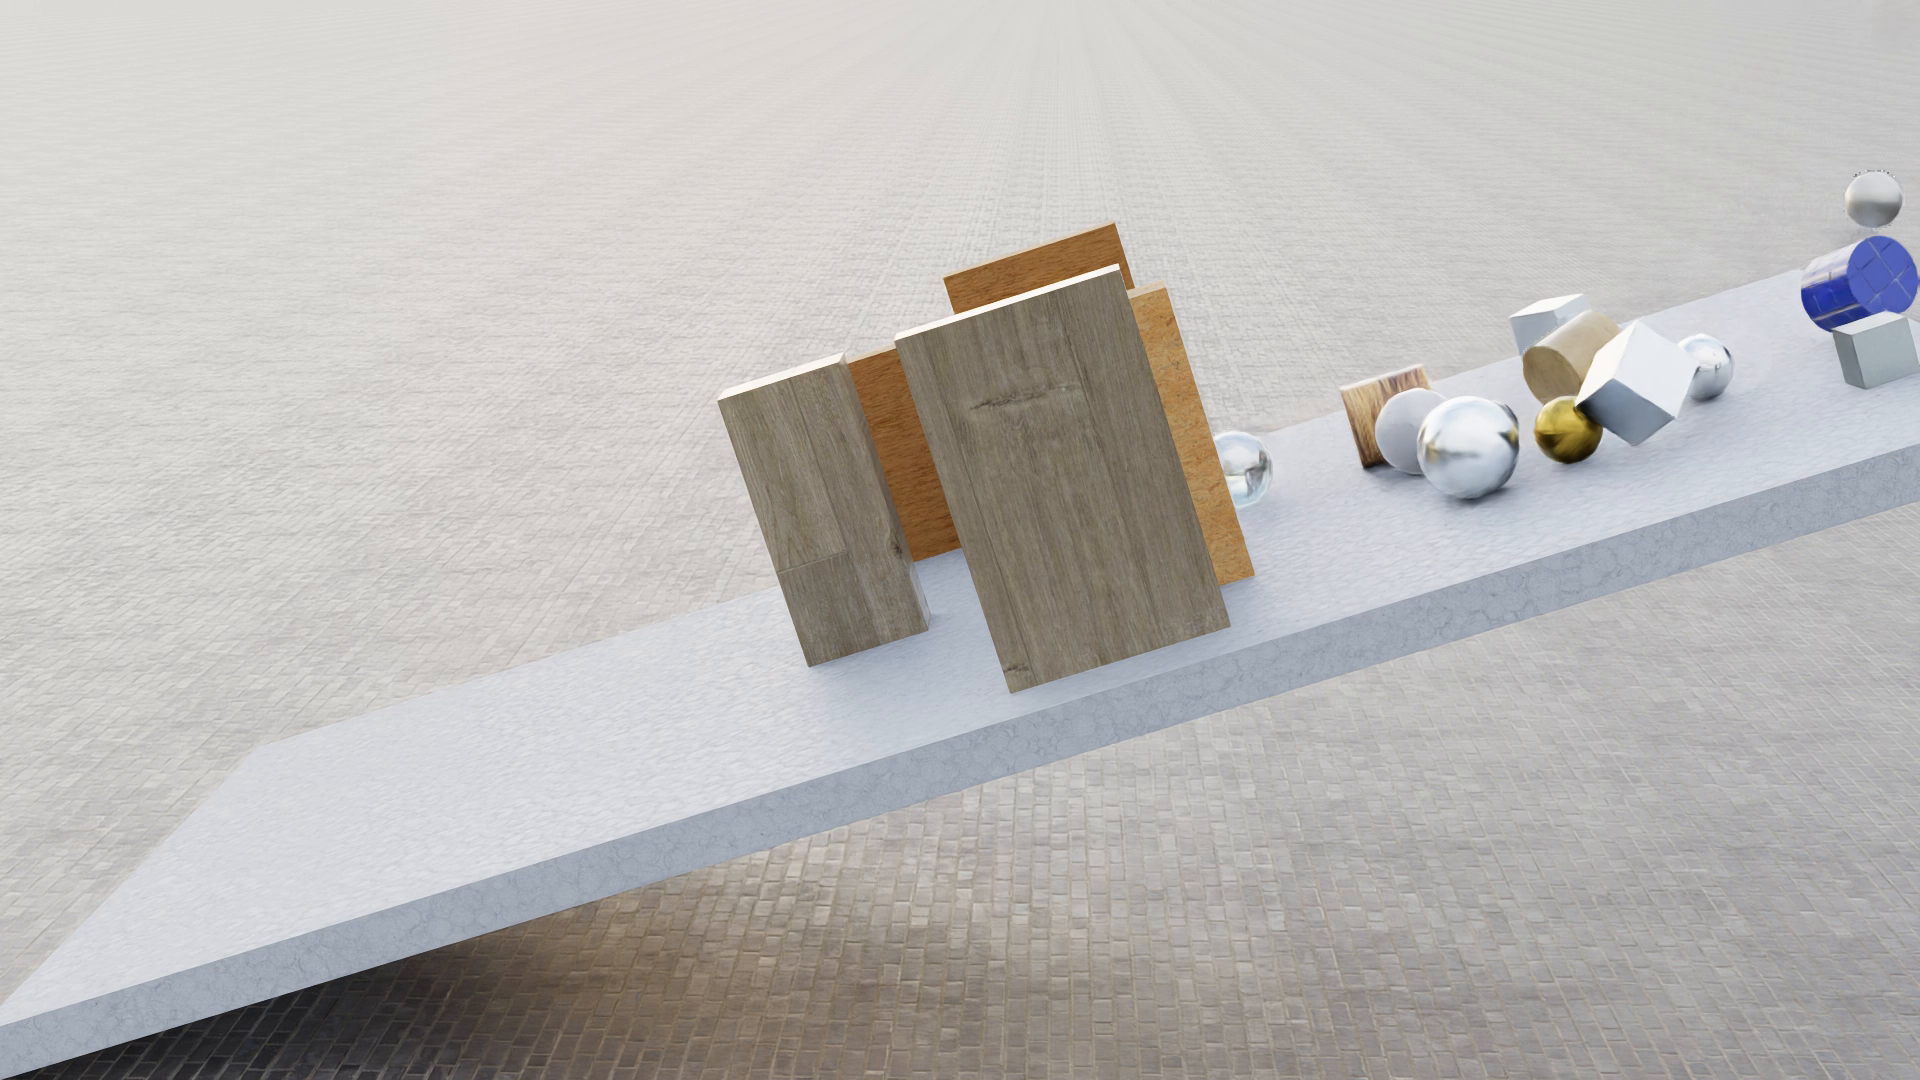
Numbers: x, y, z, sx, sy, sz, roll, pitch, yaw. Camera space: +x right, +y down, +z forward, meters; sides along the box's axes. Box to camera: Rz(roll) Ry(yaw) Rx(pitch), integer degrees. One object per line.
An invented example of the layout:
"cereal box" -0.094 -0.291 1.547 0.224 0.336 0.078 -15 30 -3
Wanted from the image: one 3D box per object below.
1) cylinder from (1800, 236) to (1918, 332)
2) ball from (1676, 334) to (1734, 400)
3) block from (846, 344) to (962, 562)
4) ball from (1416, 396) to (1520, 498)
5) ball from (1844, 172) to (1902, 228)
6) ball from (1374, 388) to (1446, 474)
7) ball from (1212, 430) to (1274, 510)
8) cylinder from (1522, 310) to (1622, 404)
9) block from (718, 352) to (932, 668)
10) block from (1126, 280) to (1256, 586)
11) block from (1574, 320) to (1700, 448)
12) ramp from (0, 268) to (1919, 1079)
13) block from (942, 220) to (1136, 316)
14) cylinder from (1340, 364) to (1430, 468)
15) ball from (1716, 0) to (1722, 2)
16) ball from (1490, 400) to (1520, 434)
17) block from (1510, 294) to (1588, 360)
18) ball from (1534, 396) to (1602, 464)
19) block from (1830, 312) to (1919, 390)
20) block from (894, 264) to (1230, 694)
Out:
"cylinder" 1.879 -0.533 6.150 0.170 0.170 0.170 -4 -6 -18
"ball" 1.517 -0.353 6.023 0.134 0.134 0.134 0 12 0
"block" -0.154 -0.204 7.067 0.409 0.505 0.111 -17 10 5
"ball" 1.006 -0.184 5.824 0.203 0.203 0.203 0 12 0
"ball" 1.768 -0.658 5.695 0.108 0.108 0.108 0 12 0
"ball" 0.965 -0.229 6.192 0.180 0.180 0.180 0 12 0
"ball" 0.599 -0.153 6.439 0.173 0.173 0.173 0 12 0
"cylinder" 1.331 -0.383 6.344 0.165 0.165 0.165 -34 27 -26
"block" -0.287 -0.065 6.296 0.270 0.606 0.149 -17 10 5
"block" 0.361 -0.183 5.825 0.276 0.598 0.137 -17 10 5
"block" 1.325 -0.305 5.766 0.148 0.148 0.148 32 -28 -6
"ramp" 0.101 0.183 6.310 4.000 0.100 2.000 -17 10 5
"block" 0.256 -0.347 6.677 0.403 0.661 0.088 -17 10 5
"cylinder" 0.945 -0.270 6.424 0.186 0.186 0.186 -17 10 8
"ball" 1.589 -1.183 6.153 0.111 0.111 0.111 0 12 0
"ball" 1.097 -0.228 6.110 0.127 0.127 0.127 0 12 0
"block" 1.404 -0.493 6.950 0.130 0.130 0.130 -27 14 -40
"ball" 1.210 -0.219 5.850 0.135 0.135 0.135 0 12 0
"block" 1.780 -0.369 5.716 0.112 0.112 0.112 -18 10 0
"block" 0.193 -0.111 5.464 0.431 0.698 0.098 -17 10 5
